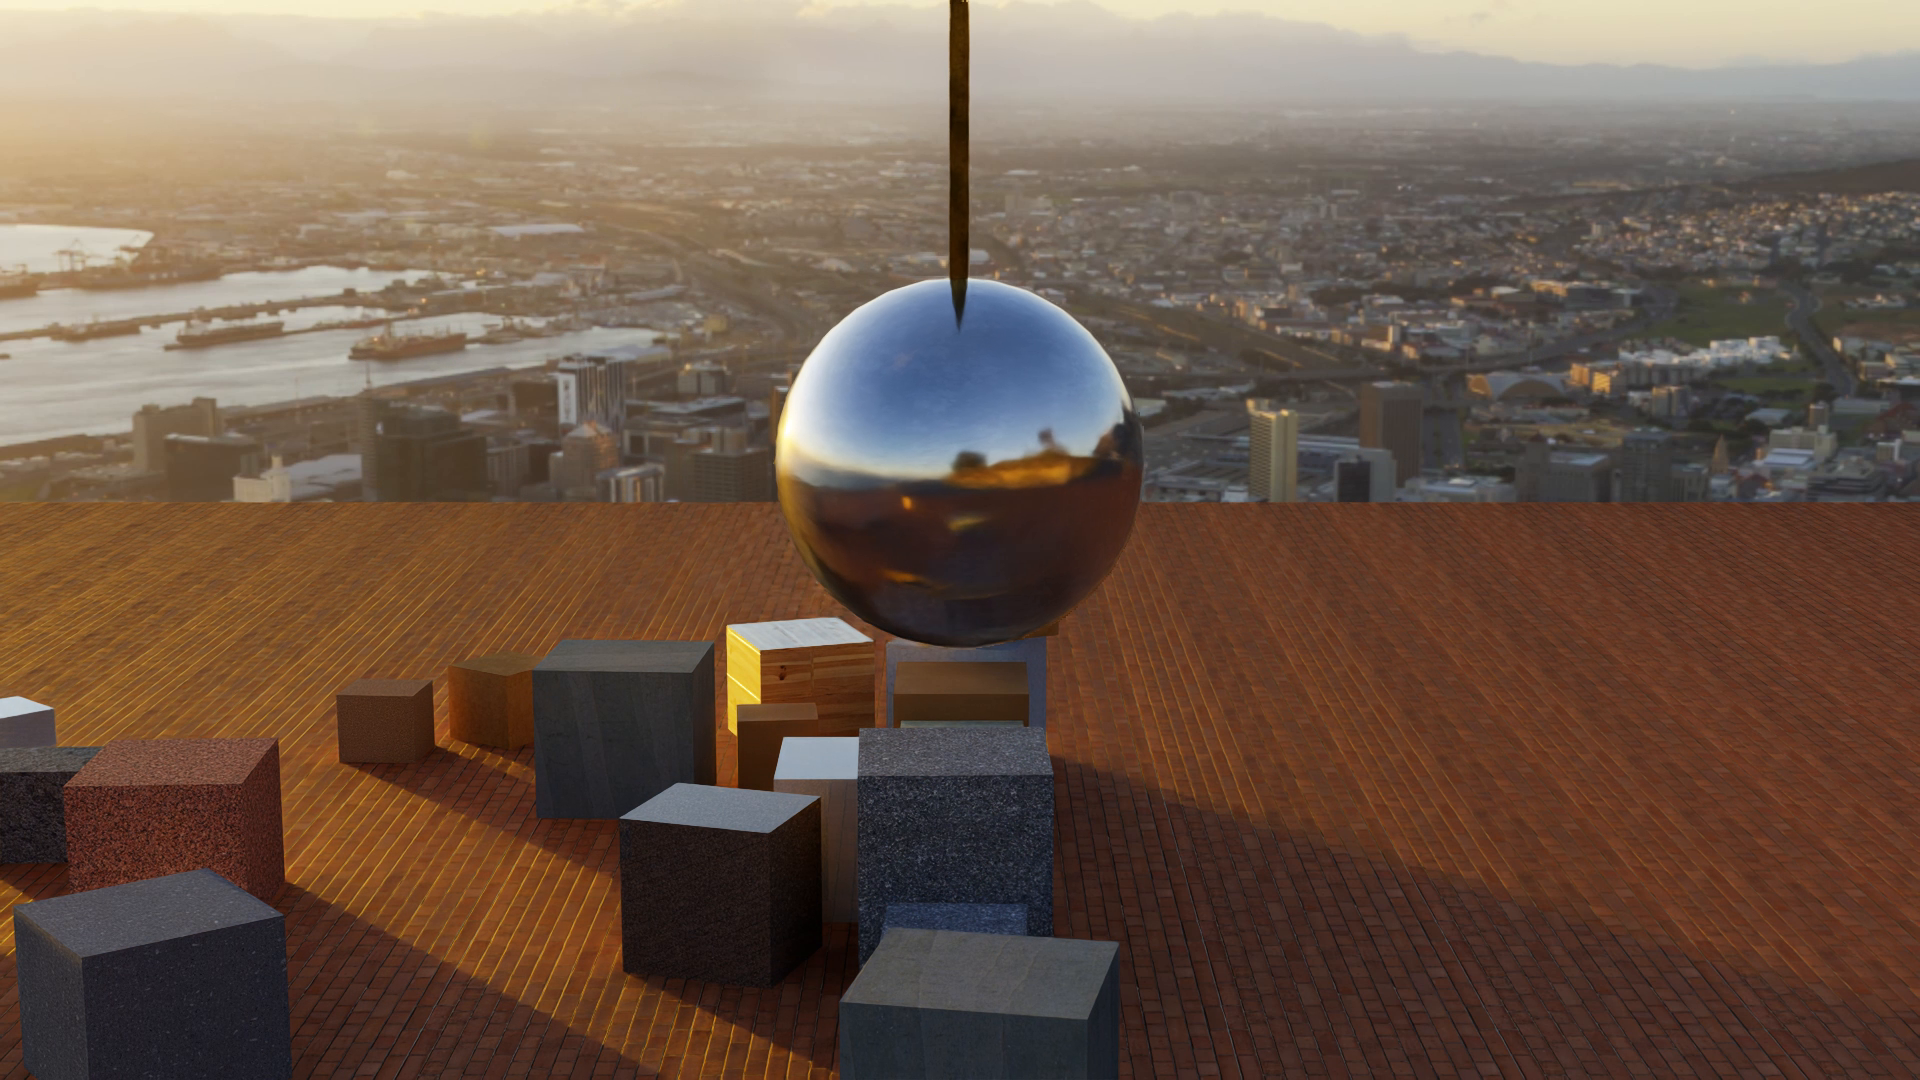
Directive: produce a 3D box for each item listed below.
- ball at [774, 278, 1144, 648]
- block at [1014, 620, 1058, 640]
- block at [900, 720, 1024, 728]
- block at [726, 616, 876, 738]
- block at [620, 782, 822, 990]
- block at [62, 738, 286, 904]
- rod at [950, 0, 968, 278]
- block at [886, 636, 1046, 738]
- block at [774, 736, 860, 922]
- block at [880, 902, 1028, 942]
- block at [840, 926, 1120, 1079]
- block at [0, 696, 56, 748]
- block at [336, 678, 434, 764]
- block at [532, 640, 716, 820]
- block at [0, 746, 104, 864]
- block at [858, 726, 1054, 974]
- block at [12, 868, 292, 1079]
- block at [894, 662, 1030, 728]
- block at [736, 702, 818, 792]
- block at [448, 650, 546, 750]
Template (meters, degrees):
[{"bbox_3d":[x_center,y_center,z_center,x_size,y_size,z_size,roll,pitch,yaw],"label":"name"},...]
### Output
[{"bbox_3d":[-0.004,-0.334,11.120,1.600,1.600,1.600,0,10,0],"label":"ball"},{"bbox_3d":[0.096,0.174,13.120,0.594,0.567,0.635,-5,11,-25],"label":"block"},{"bbox_3d":[0.010,1.157,11.699,0.568,0.538,0.578,0,10,0],"label":"block"},{"bbox_3d":[-0.853,0.777,13.683,0.622,0.575,0.656,-4,11,-20],"label":"block"},{"bbox_3d":[-0.948,1.372,10.257,0.635,0.631,0.540,3,11,18],"label":"block"},{"bbox_3d":[-3.314,1.251,10.881,0.717,0.646,0.744,-1,10,-3],"label":"block"},{"bbox_3d":[-0.002,-3.680,10.511,0.080,5.200,0.080,0,10,0],"label":"rod"},{"bbox_3d":[0.041,0.818,13.115,0.660,0.698,0.689,3,11,15],"label":"block"},{"bbox_3d":[-0.430,1.236,11.034,0.692,0.621,0.687,0,10,0],"label":"block"},{"bbox_3d":[-0.020,1.634,9.180,0.514,0.501,0.588,0,10,2],"label":"block"},{"bbox_3d":[0.077,1.711,8.232,0.772,0.688,0.718,2,11,11],"label":"block"},{"bbox_3d":[-4.801,1.025,12.895,0.382,0.369,0.354,10,14,43],"label":"block"},{"bbox_3d":[-2.995,0.942,13.394,0.401,0.355,0.365,1,10,4],"label":"block"},{"bbox_3d":[-1.622,0.916,12.503,0.762,0.724,0.678,1,10,3],"label":"block"},{"bbox_3d":[-4.178,1.208,11.732,0.511,0.425,0.433,0,10,-3],"label":"block"},{"bbox_3d":[-0.027,1.255,10.307,0.756,0.843,0.738,0,10,-2],"label":"block"},{"bbox_3d":[-2.858,1.600,9.082,0.714,0.603,0.692,-8,13,-37],"label":"block"},{"bbox_3d":[0.008,0.983,12.305,0.631,0.664,0.664,0,10,0],"label":"block"},{"bbox_3d":[-0.903,1.046,12.685,0.394,0.404,0.342,-1,10,-5],"label":"block"},{"bbox_3d":[-2.427,0.852,13.773,0.439,0.395,0.441,7,13,34],"label":"block"}]
